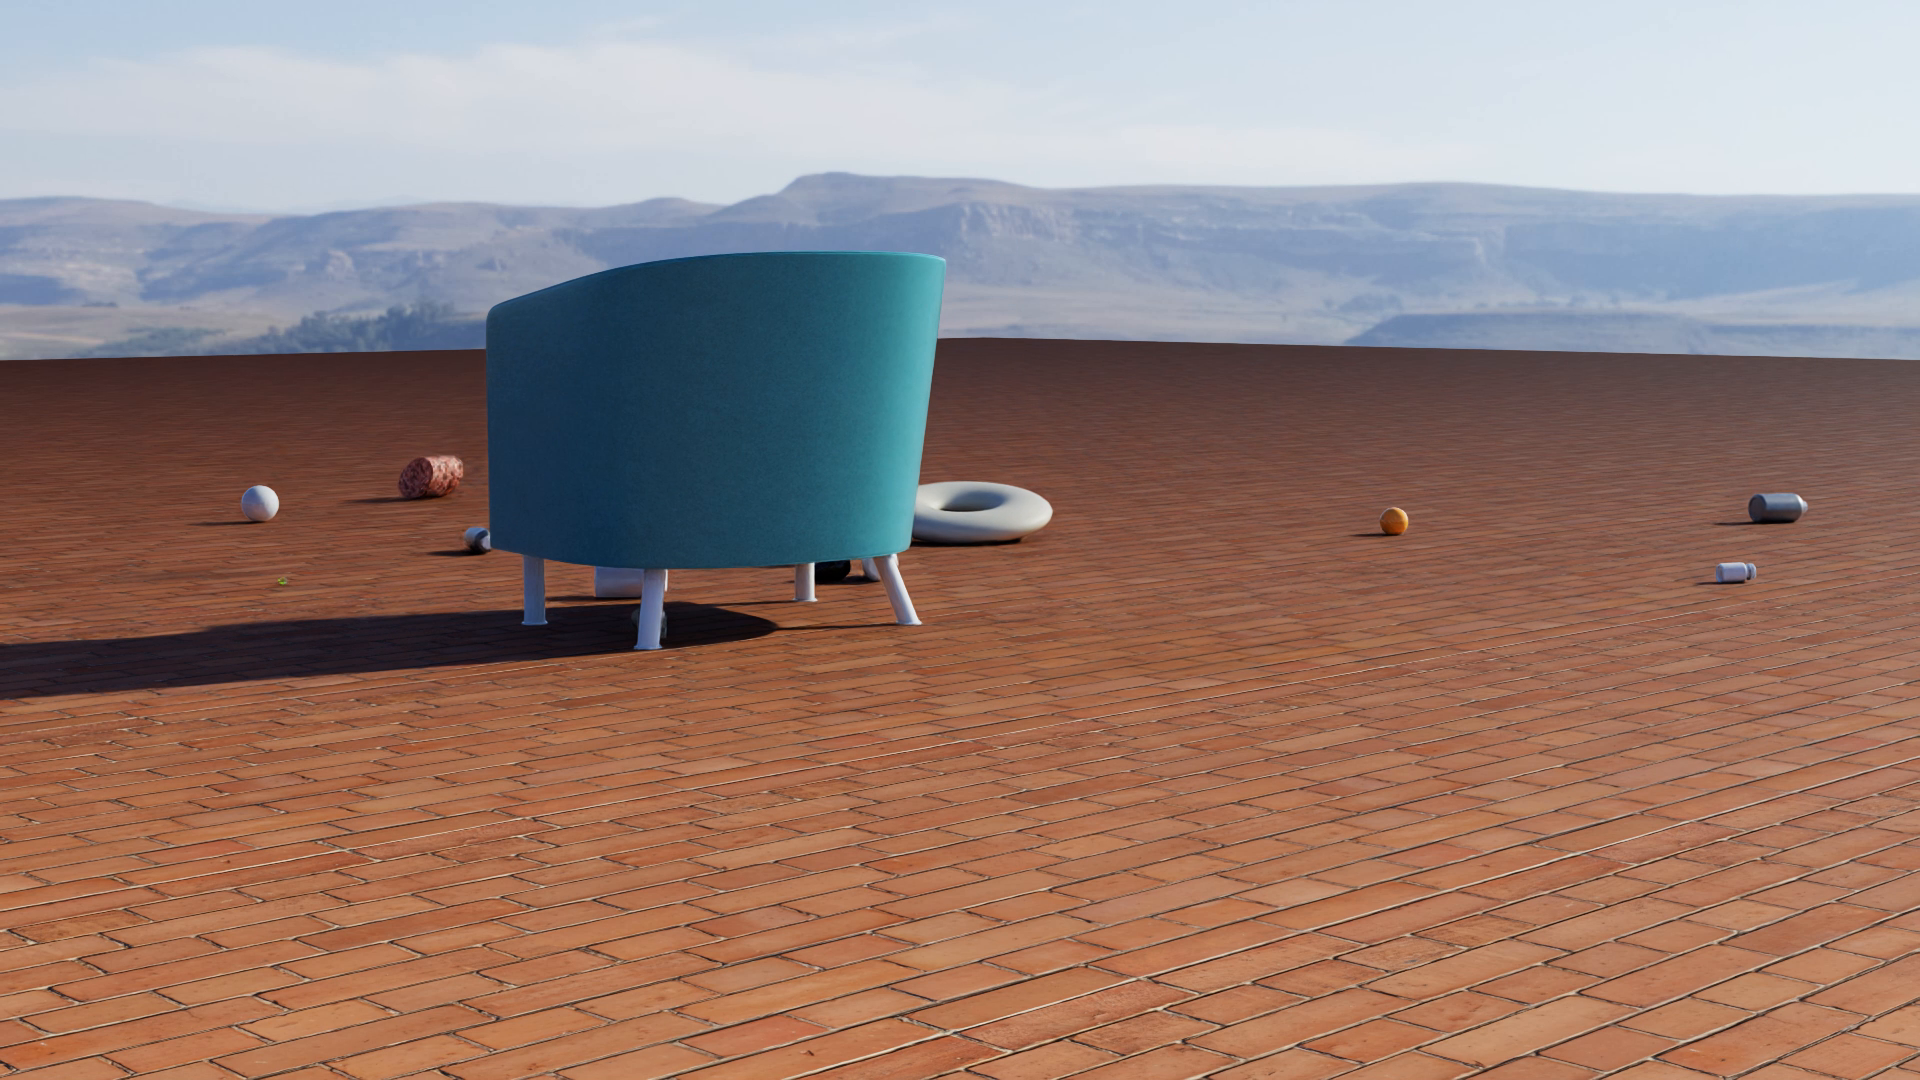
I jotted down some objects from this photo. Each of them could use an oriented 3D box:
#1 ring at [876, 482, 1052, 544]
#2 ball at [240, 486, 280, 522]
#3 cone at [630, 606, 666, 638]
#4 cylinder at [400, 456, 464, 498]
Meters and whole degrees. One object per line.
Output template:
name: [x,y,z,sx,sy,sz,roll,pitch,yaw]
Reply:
ring: [0.010,-0.070,6.468,0.451,0.073,0.417,6,18,24]
ball: [-1.875,-0.097,6.872,0.099,0.099,0.099,0,6,0]
cone: [-0.555,0.163,4.703,0.073,0.055,0.086,6,20,-33]
cylinder: [-1.569,-0.186,7.610,0.167,0.104,0.117,-35,-16,35]
